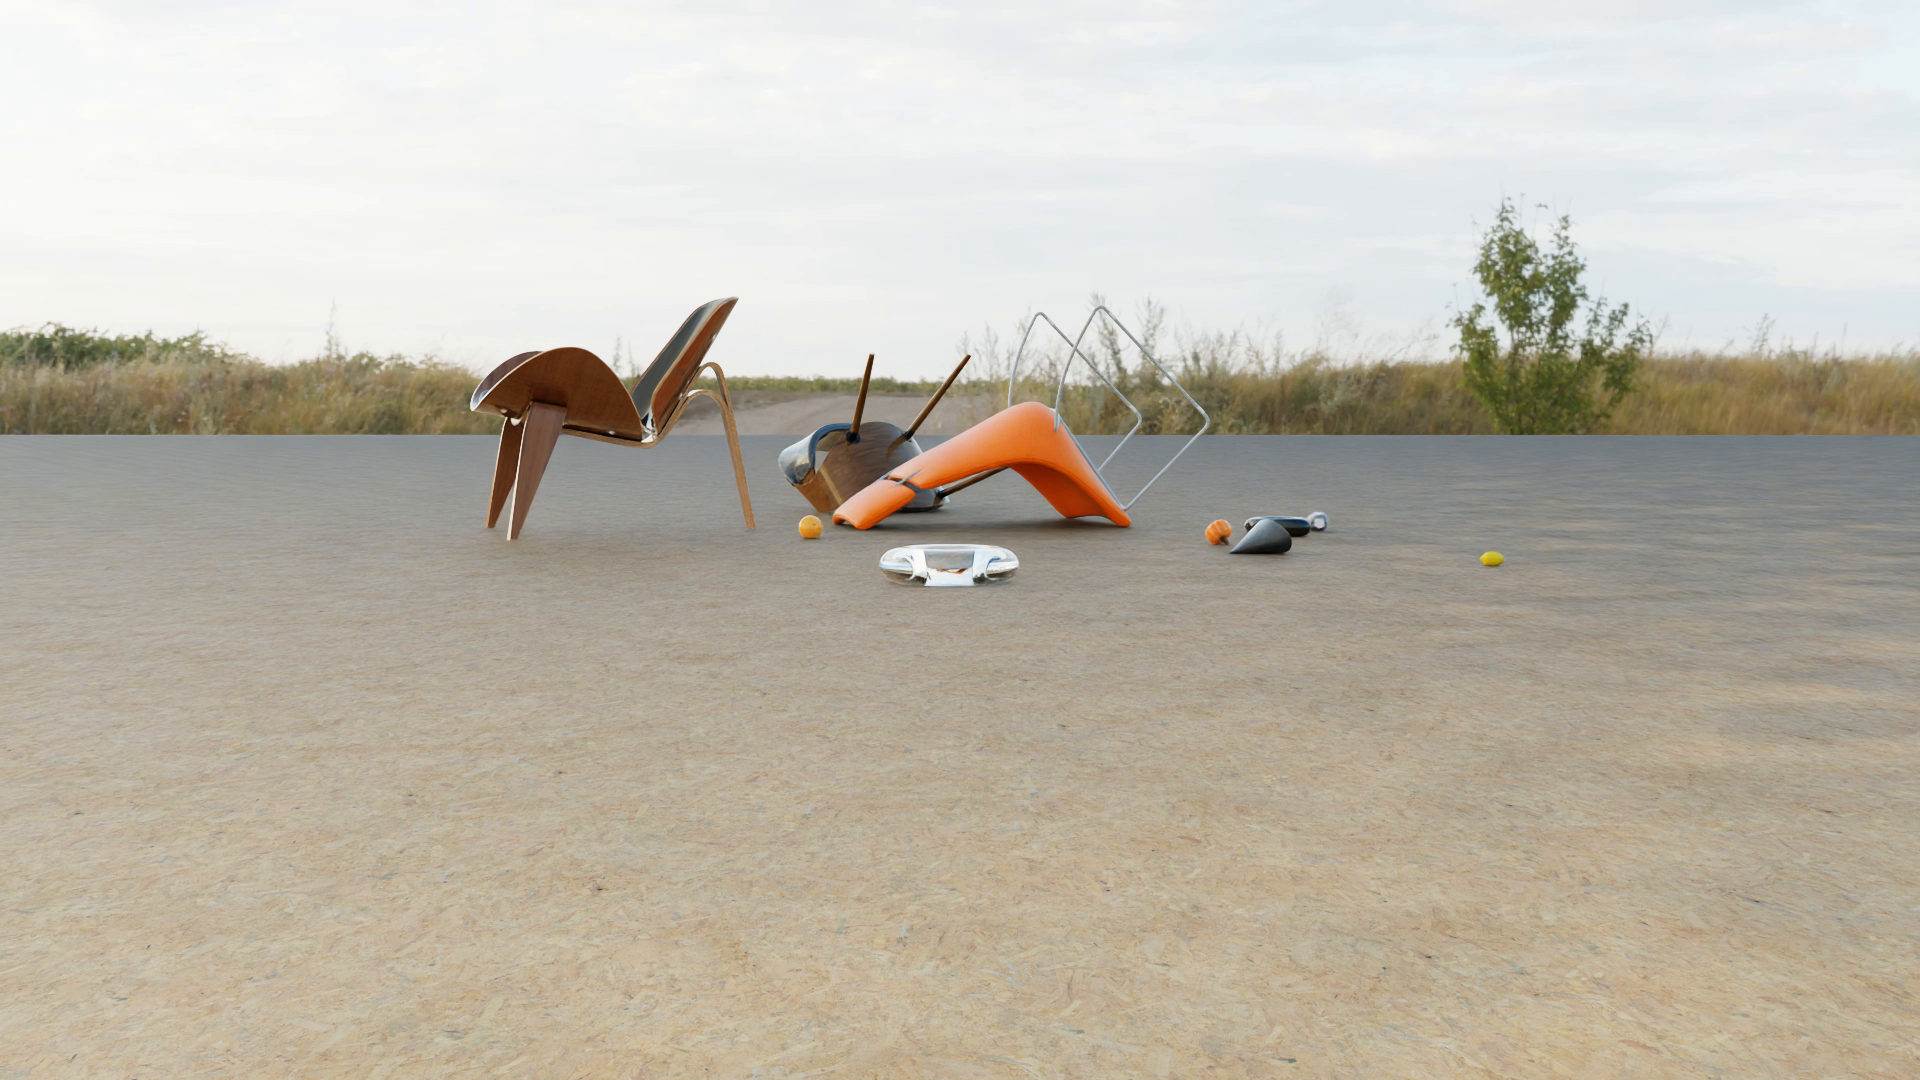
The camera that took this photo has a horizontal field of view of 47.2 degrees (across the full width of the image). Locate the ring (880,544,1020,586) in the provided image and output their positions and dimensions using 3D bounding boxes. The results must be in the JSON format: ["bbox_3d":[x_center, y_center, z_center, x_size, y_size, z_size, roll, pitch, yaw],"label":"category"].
[{"bbox_3d":[-0.025,0.058,5.107,0.328,0.084,0.324,-3,4,-44],"label":"ring"}]

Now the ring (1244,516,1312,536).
[{"bbox_3d":[0.972,-0.040,6.730,0.217,0.056,0.125,1,5,32],"label":"ring"}]

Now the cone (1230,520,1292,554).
[{"bbox_3d":[0.796,0.013,6.018,0.144,0.096,0.206,-21,11,-17],"label":"cone"}]
